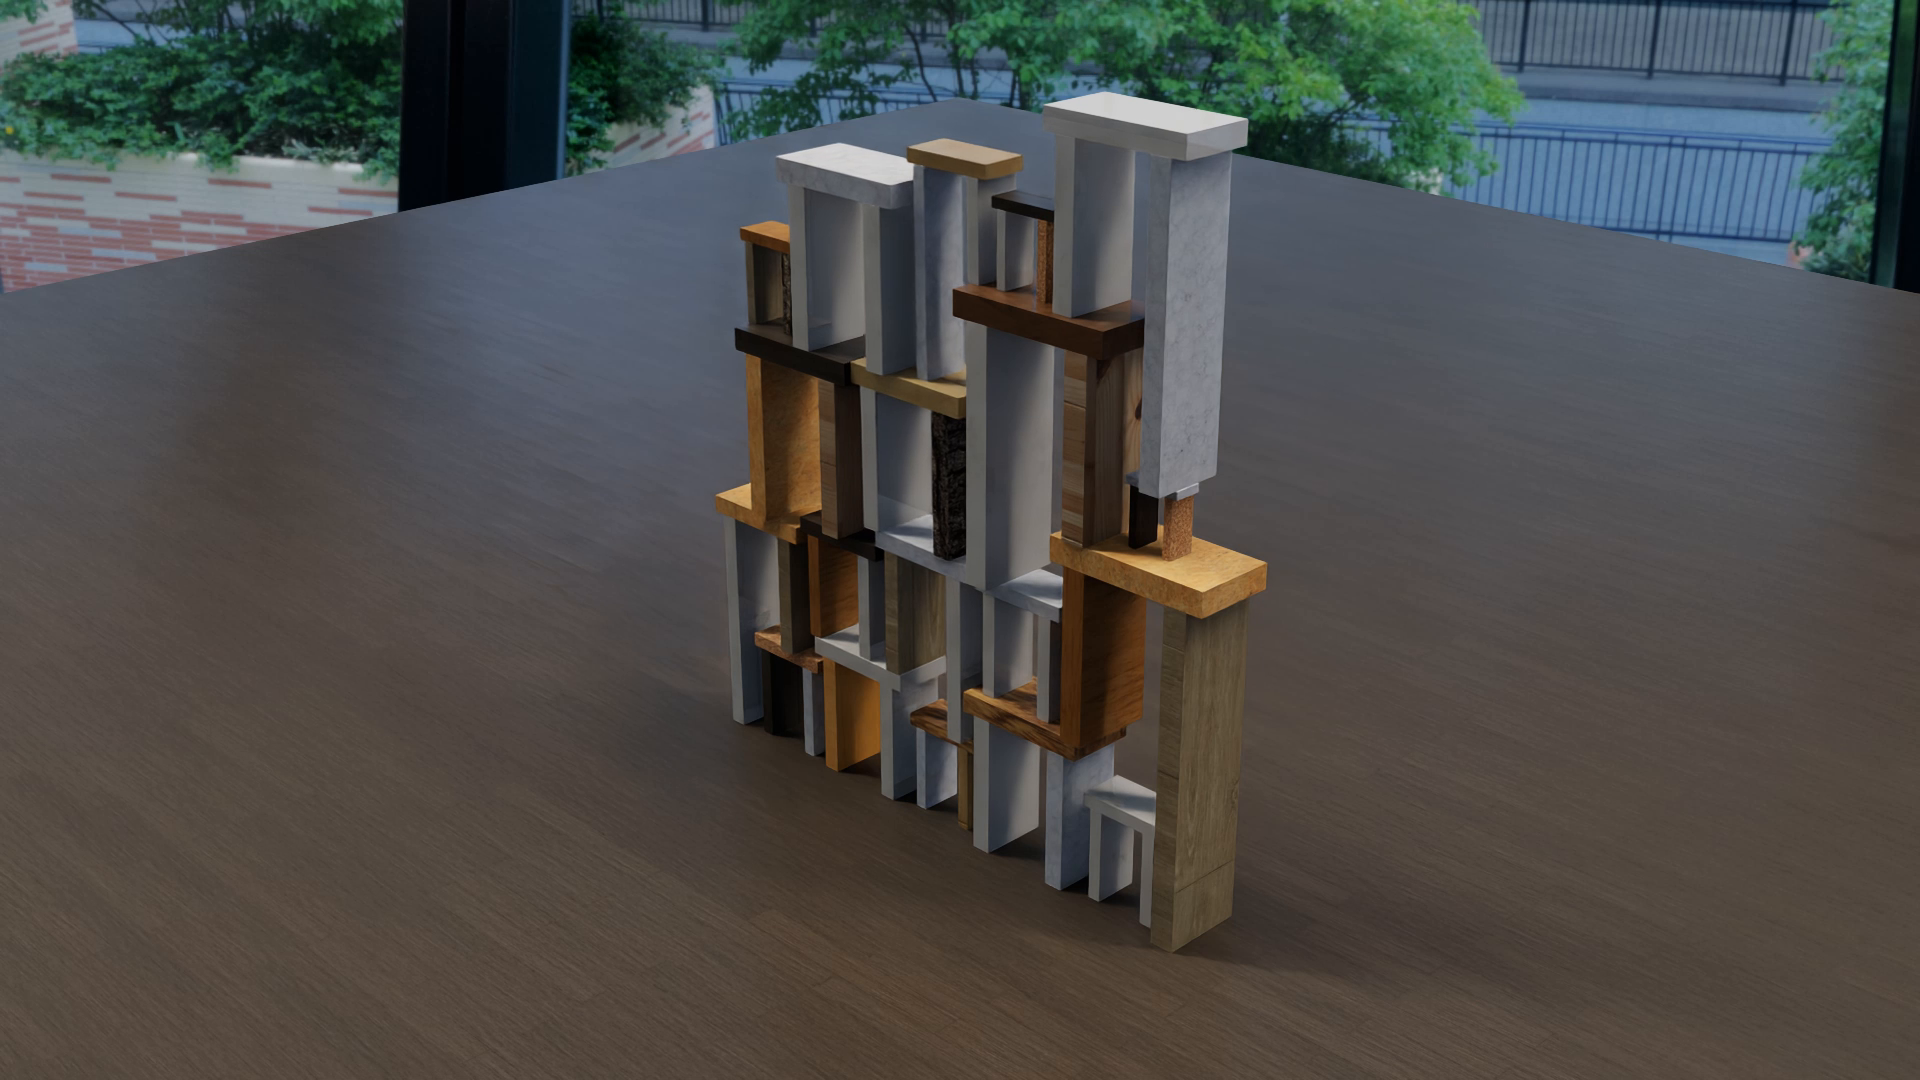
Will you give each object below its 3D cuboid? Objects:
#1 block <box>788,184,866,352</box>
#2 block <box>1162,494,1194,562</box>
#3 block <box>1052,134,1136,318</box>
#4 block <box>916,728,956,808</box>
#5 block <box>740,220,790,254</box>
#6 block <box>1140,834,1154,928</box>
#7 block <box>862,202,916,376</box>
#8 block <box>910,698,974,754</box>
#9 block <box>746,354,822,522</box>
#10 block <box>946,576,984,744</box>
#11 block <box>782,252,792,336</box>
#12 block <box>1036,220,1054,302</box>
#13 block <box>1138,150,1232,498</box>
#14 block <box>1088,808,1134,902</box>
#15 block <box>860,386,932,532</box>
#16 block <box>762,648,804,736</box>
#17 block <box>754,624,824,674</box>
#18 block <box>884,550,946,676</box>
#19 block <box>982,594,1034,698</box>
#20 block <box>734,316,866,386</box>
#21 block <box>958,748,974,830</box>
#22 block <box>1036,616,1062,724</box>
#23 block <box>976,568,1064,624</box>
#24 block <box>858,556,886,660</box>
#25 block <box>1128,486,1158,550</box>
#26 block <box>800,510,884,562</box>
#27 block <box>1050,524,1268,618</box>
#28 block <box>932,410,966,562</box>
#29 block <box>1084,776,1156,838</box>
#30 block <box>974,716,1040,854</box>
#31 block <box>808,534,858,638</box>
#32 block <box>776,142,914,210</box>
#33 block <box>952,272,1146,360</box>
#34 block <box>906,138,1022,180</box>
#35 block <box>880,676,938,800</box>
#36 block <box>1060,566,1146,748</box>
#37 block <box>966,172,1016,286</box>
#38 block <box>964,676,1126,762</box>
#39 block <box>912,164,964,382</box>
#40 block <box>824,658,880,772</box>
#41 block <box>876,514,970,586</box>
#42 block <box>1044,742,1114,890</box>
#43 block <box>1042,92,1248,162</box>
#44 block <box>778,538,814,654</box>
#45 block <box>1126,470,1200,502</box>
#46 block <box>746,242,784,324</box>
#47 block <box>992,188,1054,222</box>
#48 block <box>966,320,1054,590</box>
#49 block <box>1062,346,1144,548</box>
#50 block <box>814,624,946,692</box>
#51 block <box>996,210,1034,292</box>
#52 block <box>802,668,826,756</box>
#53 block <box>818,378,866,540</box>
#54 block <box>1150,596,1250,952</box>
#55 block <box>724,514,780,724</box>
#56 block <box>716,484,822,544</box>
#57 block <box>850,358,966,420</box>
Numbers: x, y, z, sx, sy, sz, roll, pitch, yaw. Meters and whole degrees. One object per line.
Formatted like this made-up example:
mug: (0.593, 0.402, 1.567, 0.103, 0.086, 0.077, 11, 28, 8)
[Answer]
block: (-0.253, -0.543, 4.265, 0.046, 0.324, 0.162, 21, 31, 41)
block: (0.377, -0.026, 3.804, 0.058, 0.117, 0.017, -21, 31, -41)
block: (0.229, -0.547, 3.748, 0.044, 0.310, 0.155, 21, 31, 41)
block: (-0.047, 0.449, 4.473, 0.090, 0.179, 0.025, -21, 31, -41)
block: (-0.350, -0.599, 4.355, 0.083, 0.024, 0.166, -21, 31, -40)
block: (0.376, 0.614, 4.070, 0.027, 0.191, 0.095, 21, 31, 41)
block: (-0.105, -0.485, 4.122, 0.046, 0.323, 0.162, 21, 31, 41)
block: (-0.005, 0.371, 4.394, 0.090, 0.025, 0.179, -22, 31, -41)
block: (-0.356, -0.229, 4.509, 0.163, 0.351, 0.046, -21, 31, -41)
block: (0.034, 0.216, 4.282, 0.130, 0.348, 0.037, -21, 31, -40)
block: (-0.312, -0.495, 4.354, 0.083, 0.166, 0.024, -21, 31, -40)
block: (0.167, -0.492, 3.828, 0.021, 0.146, 0.073, 21, 31, 40)
block: (0.375, -0.365, 3.666, 0.044, 0.582, 0.155, 21, 31, 41)
block: (0.286, 0.579, 4.153, 0.027, 0.191, 0.095, 21, 31, 41)
block: (-0.123, -0.175, 4.285, 0.146, 0.292, 0.041, -22, 31, -40)
block: (-0.380, 0.313, 4.766, 0.028, 0.201, 0.100, 21, 31, 41)
block: (-0.333, 0.226, 4.678, 0.201, 0.028, 0.100, 21, 31, 40)
block: (-0.089, 0.127, 4.378, 0.130, 0.260, 0.037, -22, 31, -41)
block: (0.092, 0.186, 4.204, 0.030, 0.213, 0.107, 21, 31, 41)
block: (-0.278, -0.382, 4.360, 0.163, 0.046, 0.327, -21, 31, -41)
block: (0.037, 0.482, 4.395, 0.090, 0.179, 0.025, -21, 31, -41)
block: (0.192, 0.226, 4.111, 0.030, 0.213, 0.107, 21, 31, 41)
block: (0.142, 0.094, 4.110, 0.213, 0.030, 0.107, 21, 31, 41)
block: (-0.153, 0.121, 4.438, 0.032, 0.224, 0.112, 21, 31, 41)
block: (0.322, -0.048, 3.855, 0.058, 0.117, 0.017, -21, 31, -41)
block: (-0.206, -0.017, 4.437, 0.112, 0.032, 0.224, -21, 31, -41)
block: (0.346, 0.038, 3.867, 0.175, 0.050, 0.350, -21, 31, -41)
block: (0.015, -0.120, 4.159, 0.146, 0.292, 0.041, -21, 31, -40)
block: (0.331, 0.496, 4.069, 0.191, 0.027, 0.095, 21, 31, 41)
block: (0.092, 0.456, 4.316, 0.041, 0.289, 0.144, 21, 31, 41)
block: (-0.258, 0.080, 4.535, 0.112, 0.224, 0.032, -21, 31, -41)
block: (-0.179, -0.684, 4.121, 0.162, 0.046, 0.323, -21, 31, -40)
block: (0.176, -0.399, 3.858, 0.355, 0.050, 0.178, 21, 31, 41)
block: (0.008, -0.680, 3.924, 0.193, 0.027, 0.097, 20, 31, 39)
block: (-0.103, 0.393, 4.507, 0.036, 0.257, 0.128, 21, 31, 41)
block: (0.263, 0.190, 4.021, 0.050, 0.350, 0.175, 21, 31, 41)
block: (0.057, -0.560, 3.926, 0.027, 0.194, 0.097, 20, 30, 41)
block: (0.160, 0.331, 4.189, 0.289, 0.041, 0.144, 21, 31, 41)
block: (-0.039, -0.498, 4.050, 0.027, 0.406, 0.097, 21, 31, 41)
block: (-0.224, 0.345, 4.619, 0.036, 0.256, 0.128, 21, 31, 41)
block: (-0.028, 0.014, 4.263, 0.130, 0.037, 0.260, -21, 31, -40)
block: (0.228, 0.509, 4.191, 0.041, 0.289, 0.144, 21, 31, 41)
block: (0.302, -0.682, 3.612, 0.155, 0.044, 0.310, -21, 31, -41)
block: (-0.318, 0.099, 4.609, 0.037, 0.258, 0.129, 21, 31, 40)
block: (0.349, -0.098, 3.803, 0.058, 0.017, 0.117, -21, 31, -40)
block: (-0.389, -0.526, 4.427, 0.083, 0.167, 0.024, -21, 30, -40)
block: (0.133, -0.582, 3.827, 0.146, 0.021, 0.073, 21, 31, 40)
block: (0.092, -0.173, 4.045, 0.050, 0.512, 0.178, 21, 31, 40)
block: (0.260, -0.179, 3.860, 0.178, 0.356, 0.050, -21, 31, -41)
block: (-0.164, 0.234, 4.506, 0.128, 0.036, 0.256, -21, 31, -41)
block: (0.098, -0.519, 3.891, 0.021, 0.146, 0.073, 21, 31, 41)
block: (-0.285, 0.350, 4.679, 0.028, 0.201, 0.100, 21, 31, 41)
block: (-0.201, -0.180, 4.362, 0.046, 0.327, 0.163, 21, 31, 41)
block: (0.428, 0.406, 3.933, 0.050, 0.680, 0.175, 21, 31, 41)
block: (-0.440, 0.157, 4.767, 0.037, 0.487, 0.129, 21, 31, 41)
block: (-0.380, -0.060, 4.608, 0.129, 0.037, 0.258, -21, 31, -40)
block: (-0.055, -0.301, 4.157, 0.292, 0.041, 0.146, 22, 32, 40)
